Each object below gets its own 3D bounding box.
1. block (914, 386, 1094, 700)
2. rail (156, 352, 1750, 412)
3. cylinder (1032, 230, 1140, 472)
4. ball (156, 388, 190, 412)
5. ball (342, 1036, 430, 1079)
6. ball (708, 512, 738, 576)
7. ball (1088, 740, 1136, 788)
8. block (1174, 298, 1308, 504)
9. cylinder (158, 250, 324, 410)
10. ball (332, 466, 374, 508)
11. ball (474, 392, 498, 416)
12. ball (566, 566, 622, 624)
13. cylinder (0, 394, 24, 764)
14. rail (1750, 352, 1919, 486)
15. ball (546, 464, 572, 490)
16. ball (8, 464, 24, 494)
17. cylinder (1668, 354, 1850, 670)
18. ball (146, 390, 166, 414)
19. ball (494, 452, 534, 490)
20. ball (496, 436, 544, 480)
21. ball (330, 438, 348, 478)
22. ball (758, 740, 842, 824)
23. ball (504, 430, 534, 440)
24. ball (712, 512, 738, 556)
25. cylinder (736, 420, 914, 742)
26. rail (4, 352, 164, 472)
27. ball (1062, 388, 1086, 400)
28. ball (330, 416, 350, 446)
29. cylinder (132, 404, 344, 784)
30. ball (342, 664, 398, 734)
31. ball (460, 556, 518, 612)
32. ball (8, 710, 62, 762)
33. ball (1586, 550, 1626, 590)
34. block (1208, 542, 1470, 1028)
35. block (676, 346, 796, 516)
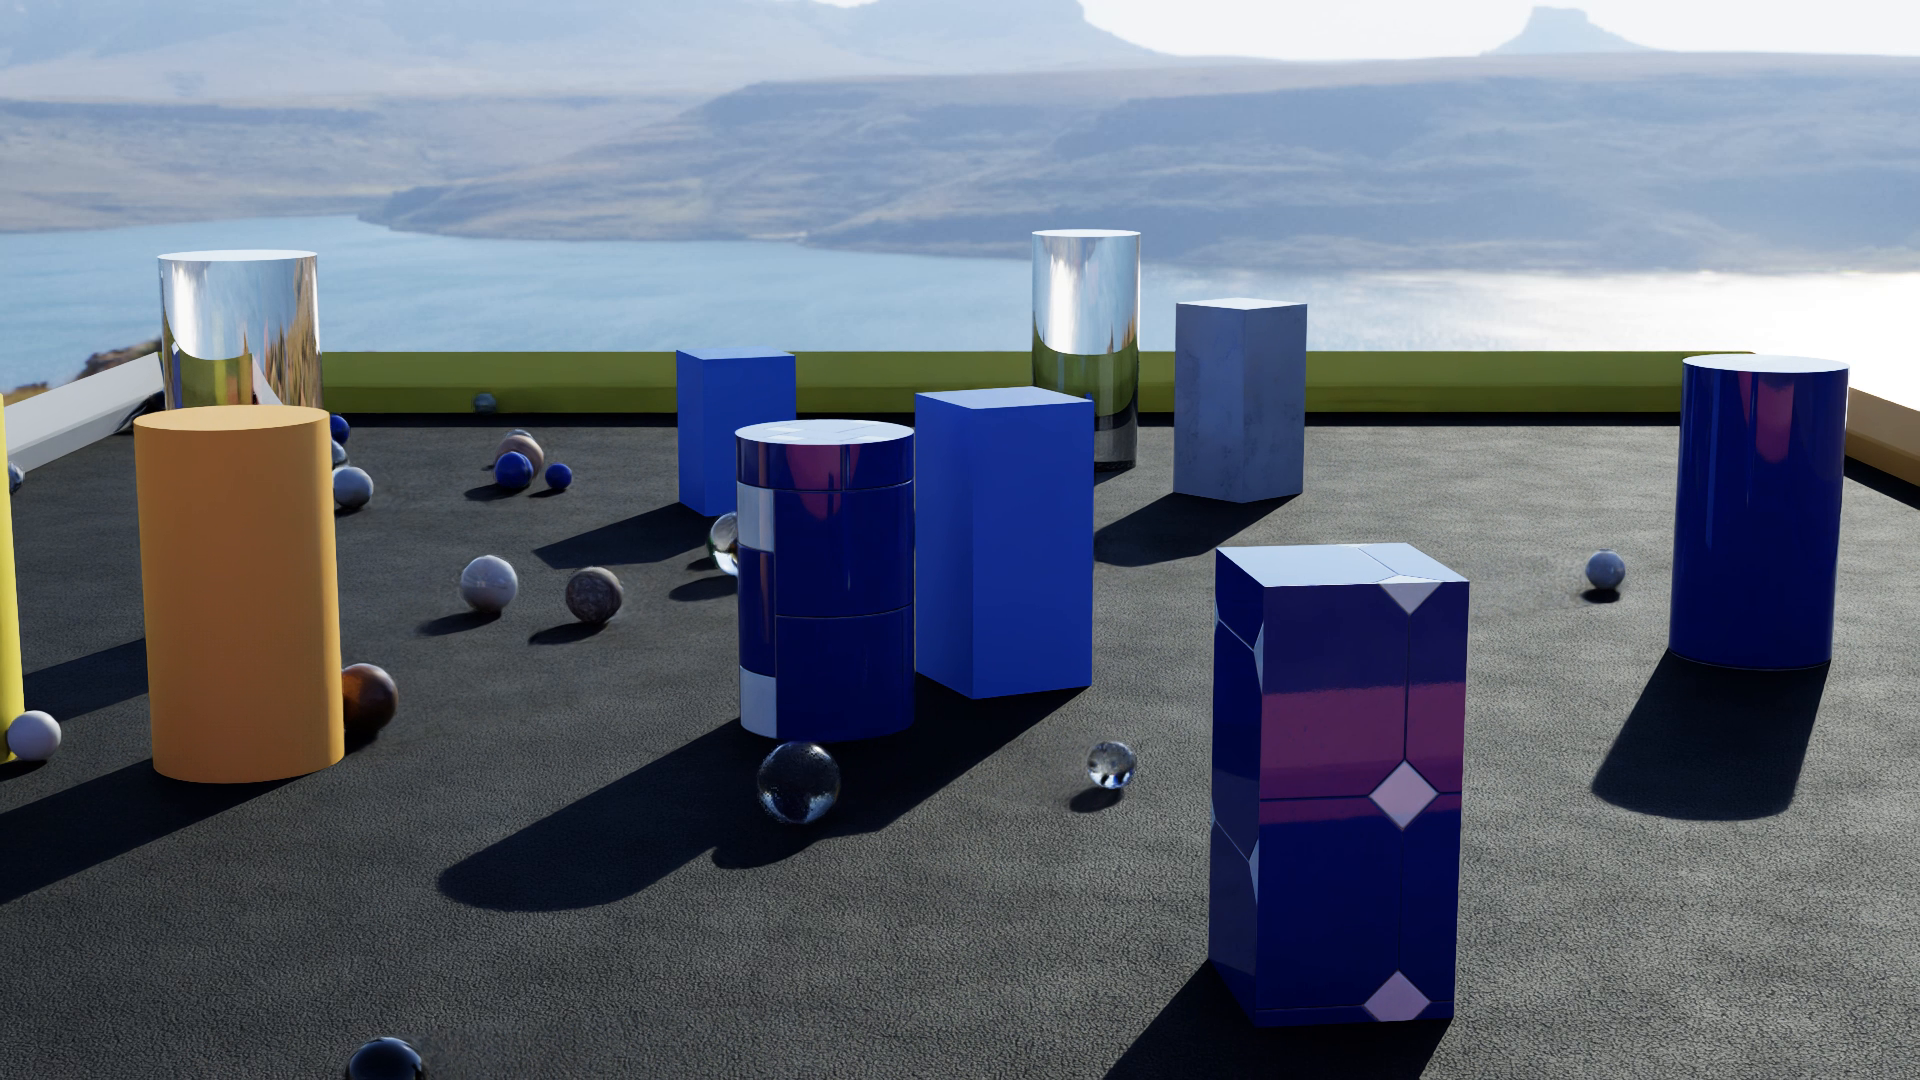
[{"bbox_3d":[0.051,-0.001,3.055,0.158,0.340,0.158,-5,12,-25],"label":"block"},{"bbox_3d":[-0.012,-0.331,5.415,3.373,0.128,0.045,0,10,0],"label":"rail"},{"bbox_3d":[0.229,-0.349,4.699,0.197,0.425,0.197,0,10,0],"label":"cylinder"},{"bbox_3d":[-1.628,-0.281,5.312,0.068,0.068,0.068,0,10,0],"label":"ball"},{"bbox_3d":[-0.400,0.377,1.789,0.059,0.059,0.059,0,10,0],"label":"ball"},{"bbox_3d":[-0.316,0.005,3.693,0.095,0.095,0.095,0,10,0],"label":"ball"},{"bbox_3d":[0.154,0.229,2.615,0.049,0.049,0.049,0,10,0],"label":"ball"},{"bbox_3d":[0.479,-0.243,4.398,0.158,0.326,0.158,-9,14,-41],"label":"block"},{"bbox_3d":[-0.921,-0.124,3.317,0.197,0.487,0.197,0,10,0],"label":"cylinder"},{"bbox_3d":[-1.010,-0.087,4.260,0.070,0.070,0.070,0,10,0],"label":"ball"},{"bbox_3d":[-0.997,-0.286,5.391,0.049,0.049,0.049,0,10,0],"label":"ball"},{"bbox_3d":[-0.483,0.073,3.386,0.075,0.075,0.075,0,10,0],"label":"ball"},{"bbox_3d":[-1.102,0.042,2.709,0.197,0.383,0.197,0,10,0],"label":"cylinder"},{"bbox_3d":[1.663,0.031,3.458,0.045,0.128,4.047,0,10,0],"label":"rail"},{"bbox_3d":[-0.696,-0.110,4.449,0.047,0.047,0.047,0,10,0],"label":"ball"},{"bbox_3d":[-1.638,-0.106,4.413,0.053,0.053,0.053,0,10,0],"label":"ball"},{"bbox_3d":[0.991,-0.038,3.188,0.197,0.365,0.197,0,10,0],"label":"cylinder"},{"bbox_3d":[-1.621,-0.269,5.232,0.075,0.075,0.075,0,10,0],"label":"ball"},{"bbox_3d":[-0.774,-0.120,4.449,0.066,0.066,0.066,0,10,0],"label":"ball"},{"bbox_3d":[-0.776,-0.142,4.520,0.084,0.084,0.084,0,10,0],"label":"ball"},{"bbox_3d":[-1.108,-0.133,4.453,0.091,0.091,0.091,0,10,0],"label":"ball"},{"bbox_3d":[-0.156,0.235,2.491,0.081,0.081,0.081,0,10,0],"label":"ball"},{"bbox_3d":[-0.818,-0.174,4.760,0.060,0.060,0.060,0,10,0],"label":"ball"},{"bbox_3d":[-0.340,-0.009,3.855,0.065,0.065,0.065,0,10,0],"label":"ball"},{"bbox_3d":[-0.149,0.042,2.860,0.197,0.328,0.197,0,10,0],"label":"cylinder"},{"bbox_3d":[-1.663,0.035,3.439,0.045,0.128,4.047,0,10,0],"label":"rail"},{"bbox_3d":[0.238,-0.289,5.380,0.059,0.059,0.059,0,10,0],"label":"ball"},{"bbox_3d":[-1.207,-0.210,4.945,0.062,0.062,0.062,0,10,0],"label":"ball"},{"bbox_3d":[-0.756,0.052,2.698,0.197,0.366,0.197,0,10,0],"label":"cylinder"},{"bbox_3d":[-0.658,0.175,2.827,0.078,0.078,0.078,0,10,0],"label":"ball"},{"bbox_3d":[-0.634,0.060,3.453,0.077,0.077,0.077,0,10,0],"label":"ball"},{"bbox_3d":[-0.980,0.208,2.715,0.054,0.054,0.054,0,10,0],"label":"ball"},{"bbox_3d":[0.908,0.042,3.605,0.055,0.055,0.055,0,10,0],"label":"ball"},{"bbox_3d":[0.294,0.188,2.022,0.158,0.345,0.158,-1,11,-7],"label":"block"},{"bbox_3d":[-0.372,-0.183,4.266,0.158,0.258,0.158,-4,11,-21],"label":"block"}]
